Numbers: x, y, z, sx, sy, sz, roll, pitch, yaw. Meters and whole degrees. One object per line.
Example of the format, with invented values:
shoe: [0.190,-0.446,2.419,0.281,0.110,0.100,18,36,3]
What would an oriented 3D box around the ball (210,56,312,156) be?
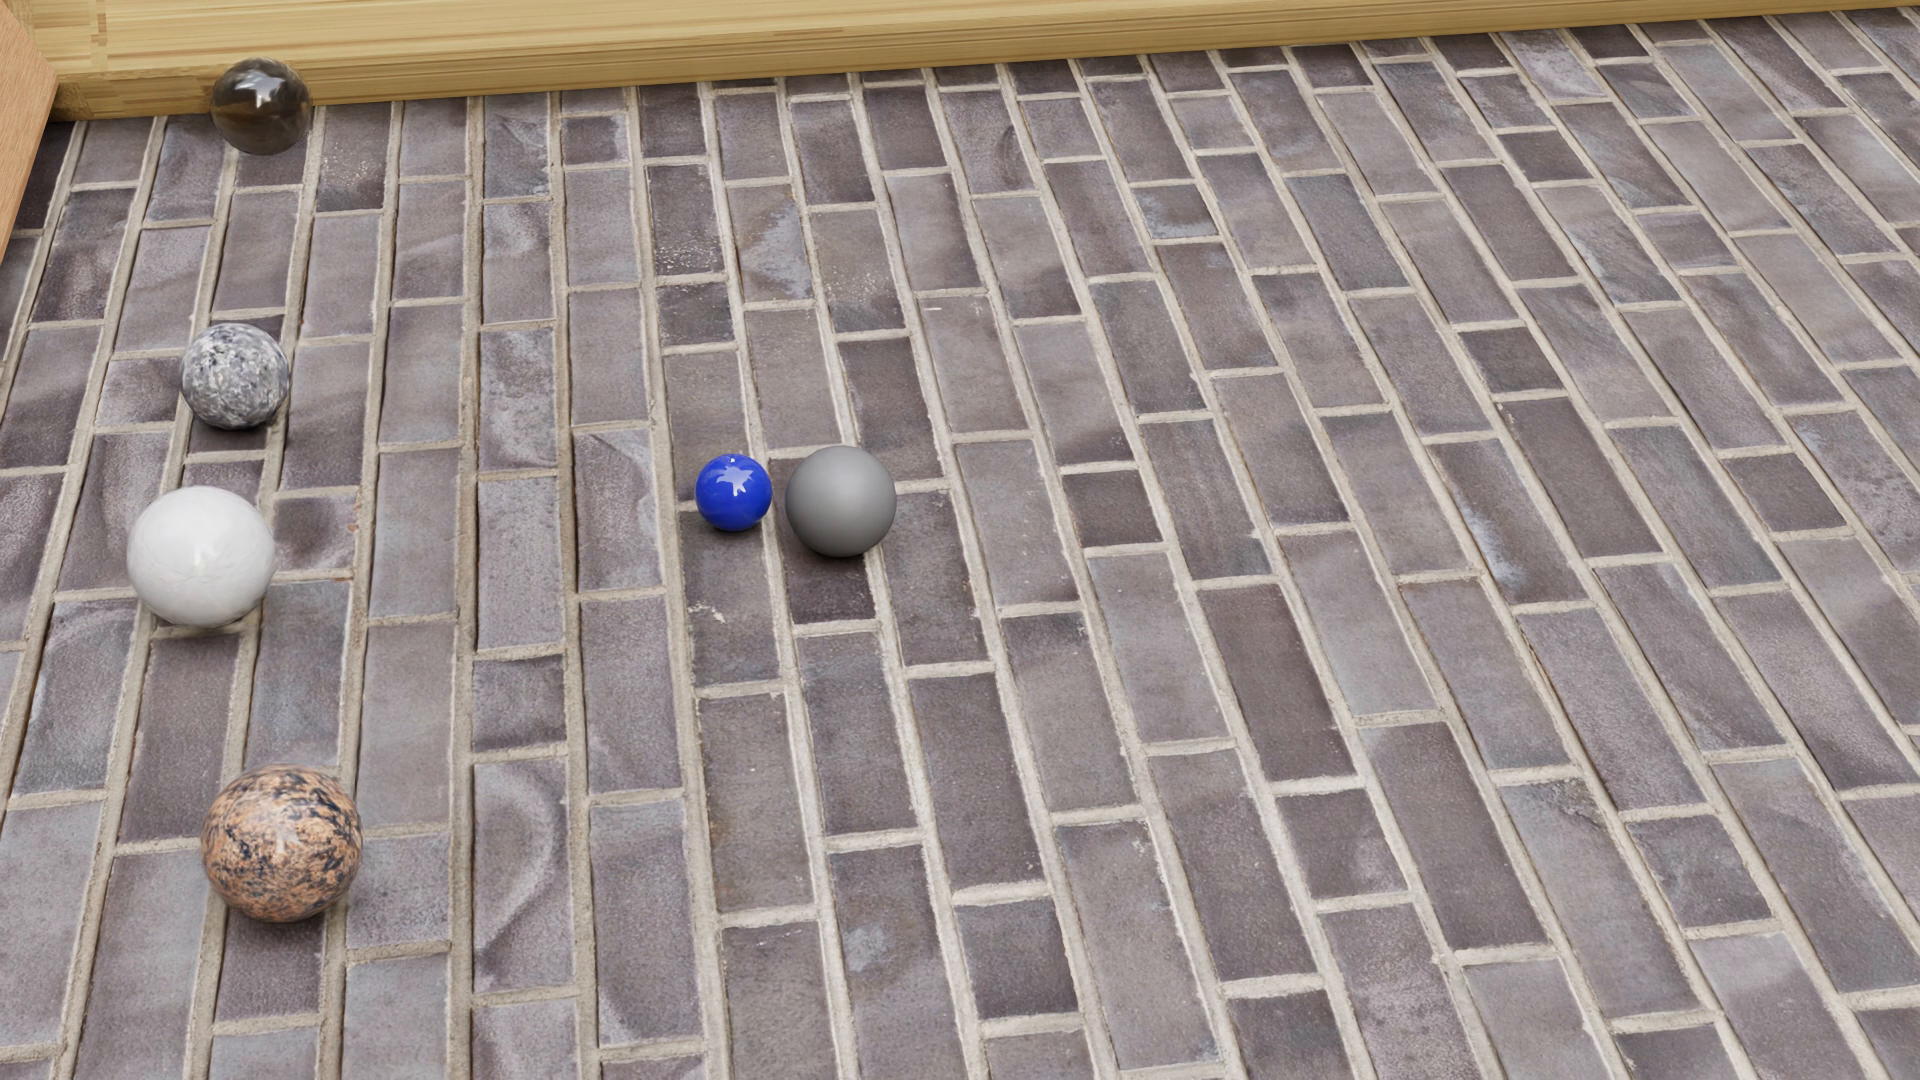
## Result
ball: [-0.589,-0.365,2.163,0.083,0.083,0.083,0,36,0]

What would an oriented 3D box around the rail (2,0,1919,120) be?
rail: [0.593,-0.516,2.340,2.833,0.118,0.045,-5,36,-7]

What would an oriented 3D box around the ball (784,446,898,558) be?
ball: [-0.079,-0.026,1.698,0.074,0.074,0.074,0,36,0]

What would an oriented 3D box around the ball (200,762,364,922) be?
ball: [-0.374,0.167,1.418,0.087,0.087,0.087,0,36,0]

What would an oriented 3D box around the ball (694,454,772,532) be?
ball: [-0.152,-0.032,1.725,0.053,0.053,0.053,0,36,0]

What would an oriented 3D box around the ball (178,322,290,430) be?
ball: [-0.515,-0.116,1.822,0.076,0.076,0.076,0,36,0]

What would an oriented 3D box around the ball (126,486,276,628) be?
ball: [-0.483,0.011,1.633,0.091,0.091,0.091,0,36,0]

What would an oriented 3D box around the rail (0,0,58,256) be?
rail: [-0.678,0.039,1.569,0.045,0.118,1.566,-5,36,-7]
